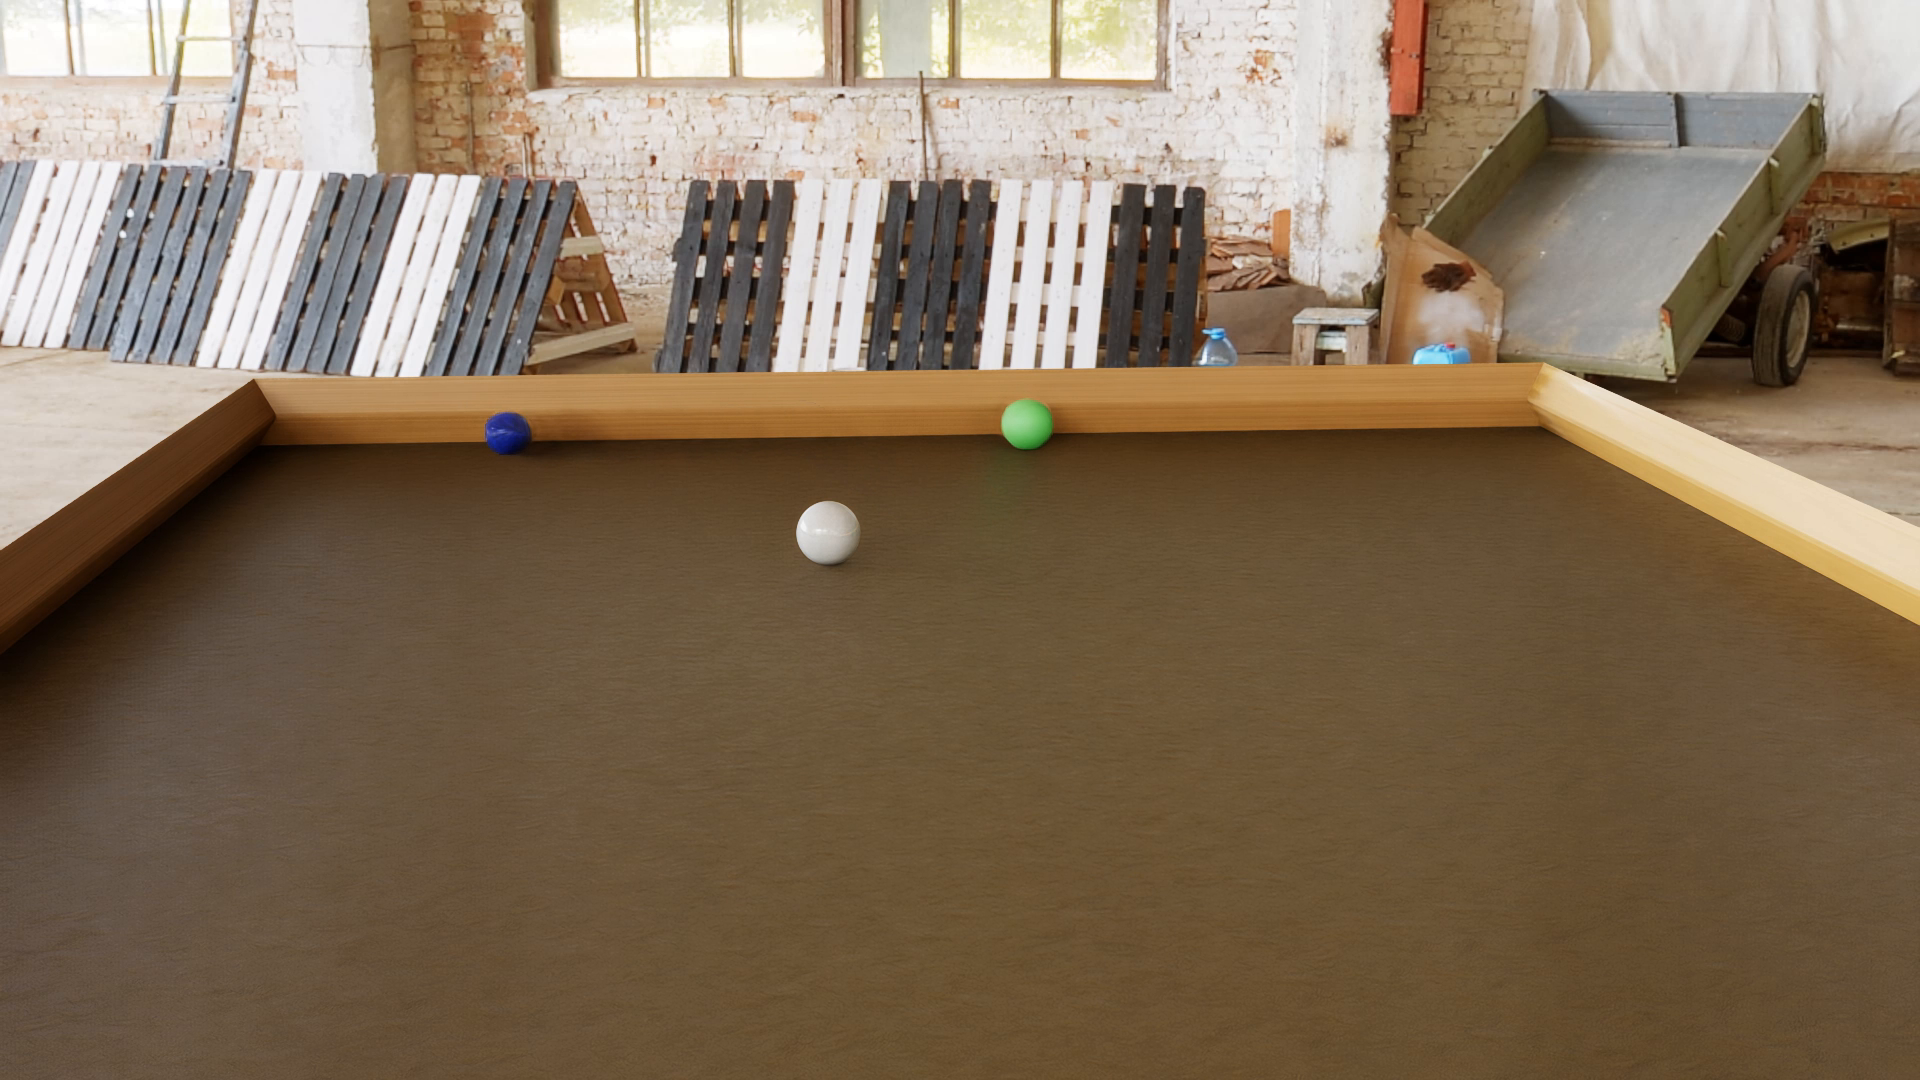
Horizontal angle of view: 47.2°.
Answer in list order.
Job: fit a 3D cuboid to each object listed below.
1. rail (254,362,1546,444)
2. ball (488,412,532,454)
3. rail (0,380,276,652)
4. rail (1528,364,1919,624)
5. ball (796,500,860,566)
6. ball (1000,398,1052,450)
[{"bbox_3d":[-0.083,-0.247,4.027,2.375,0.119,0.045,-1,13,-5],"label":"rail"},{"bbox_3d":[-0.794,-0.189,3.874,0.076,0.076,0.076,0,13,0],"label":"ball"},{"bbox_3d":[-1.075,0.245,1.926,0.045,0.119,4.188,-1,13,-5],"label":"rail"},{"bbox_3d":[1.245,0.202,2.110,0.045,0.119,4.188,-1,13,-5],"label":"rail"},{"bbox_3d":[-0.184,-0.010,3.080,0.090,0.090,0.090,0,13,0],"label":"ball"},{"bbox_3d":[0.119,-0.207,3.919,0.092,0.092,0.092,0,13,0],"label":"ball"}]
